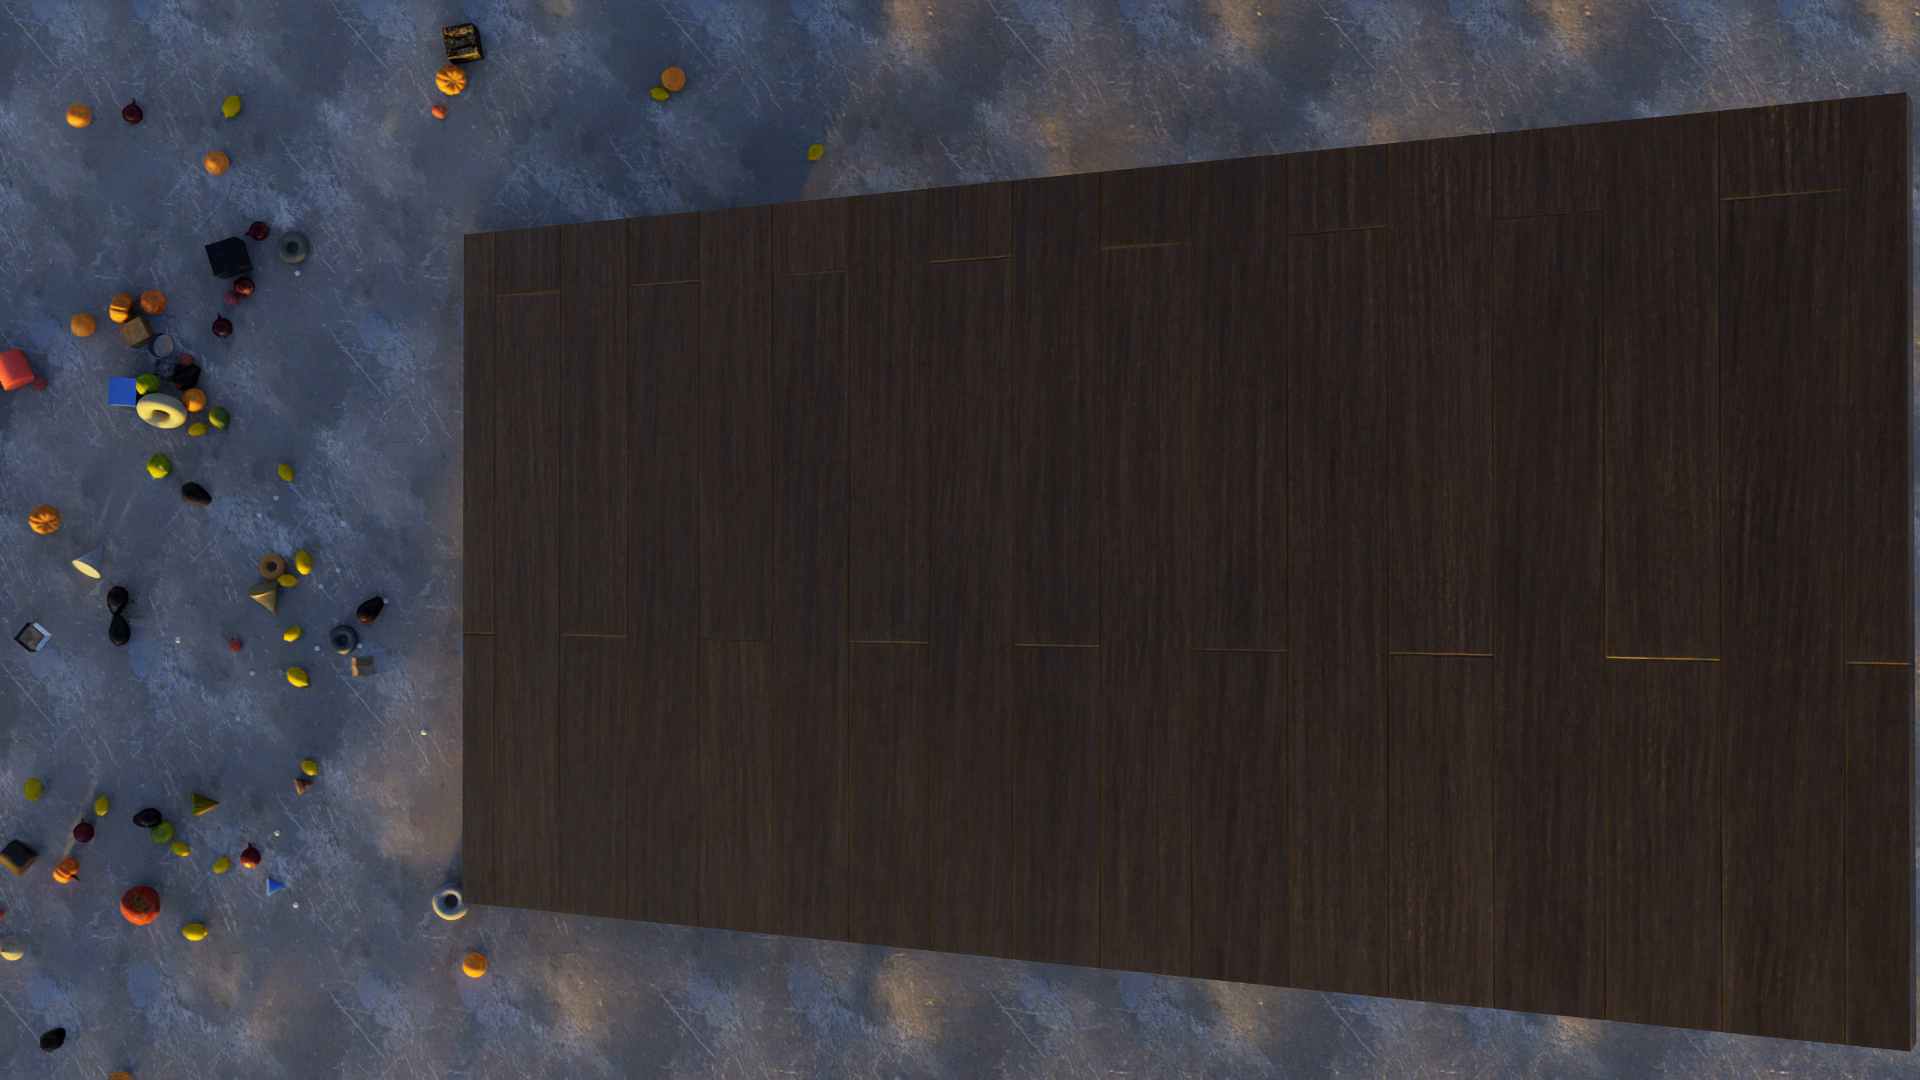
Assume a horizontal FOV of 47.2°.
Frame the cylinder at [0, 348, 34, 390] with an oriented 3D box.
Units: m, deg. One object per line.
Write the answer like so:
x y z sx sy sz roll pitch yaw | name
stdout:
-2.855 -0.514 6.629 0.093 0.093 0.093 -27 90 0 | cylinder

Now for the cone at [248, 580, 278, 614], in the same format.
-2.088 0.185 6.646 0.096 0.096 0.096 -17 116 0 | cone

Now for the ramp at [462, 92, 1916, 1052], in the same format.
0.270 0.075 5.627 4.000 0.100 2.000 0 89 30 | ramp

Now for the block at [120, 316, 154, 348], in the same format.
-2.482 -0.626 6.642 0.068 0.068 0.068 -28 90 0 | block

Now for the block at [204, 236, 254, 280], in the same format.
-2.204 -0.850 6.632 0.093 0.093 0.093 -18 89 0 | block

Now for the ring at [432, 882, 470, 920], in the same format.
-1.535 1.089 6.641 0.115 0.038 0.115 0 90 1 | ring

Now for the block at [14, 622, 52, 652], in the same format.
-2.798 0.293 6.635 0.063 0.063 0.063 39 90 0 | block

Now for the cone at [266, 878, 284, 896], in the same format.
-2.065 1.048 6.648 0.054 0.054 0.054 1 89 -27 | cone

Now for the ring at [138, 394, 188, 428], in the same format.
-2.398 -0.388 6.611 0.146 0.146 0.049 3 57 0 | ring

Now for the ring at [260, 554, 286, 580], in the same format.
-2.081 0.081 6.656 0.081 0.027 0.081 0 89 -1 | ring

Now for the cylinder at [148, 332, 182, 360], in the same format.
-2.399 -0.584 6.638 0.076 0.076 0.076 0 89 0 | cylinder

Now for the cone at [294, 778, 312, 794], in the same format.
-1.979 0.738 6.651 0.052 0.052 0.052 -17 89 -27 | cone

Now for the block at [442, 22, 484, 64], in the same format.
-1.500 -1.498 6.638 0.092 0.092 0.092 -10 89 0 | block

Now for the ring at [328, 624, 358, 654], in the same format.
-1.866 0.301 6.652 0.089 0.030 0.089 0 89 -1 | ring

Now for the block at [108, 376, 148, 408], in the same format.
-2.511 -0.445 6.633 0.082 0.082 0.082 4 89 0 | block

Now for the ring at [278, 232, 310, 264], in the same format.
-2.020 -0.886 6.663 0.097 0.032 0.097 0 90 -1 | ring

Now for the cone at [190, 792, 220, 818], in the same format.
-2.276 0.798 6.644 0.080 0.080 0.080 -2 89 -27 | cone

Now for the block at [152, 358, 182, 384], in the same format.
-2.396 -0.511 6.646 0.058 0.058 0.058 12 89 0 | block

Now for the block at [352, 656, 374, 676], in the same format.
-1.798 0.380 6.625 0.053 0.053 0.053 -5 90 -28 | block

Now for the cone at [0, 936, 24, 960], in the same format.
-2.869 1.234 6.620 0.076 0.076 0.076 0 89 0 | cone

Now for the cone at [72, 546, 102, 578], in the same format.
-2.617 0.052 6.649 0.090 0.090 0.090 24 63 0 | cone
